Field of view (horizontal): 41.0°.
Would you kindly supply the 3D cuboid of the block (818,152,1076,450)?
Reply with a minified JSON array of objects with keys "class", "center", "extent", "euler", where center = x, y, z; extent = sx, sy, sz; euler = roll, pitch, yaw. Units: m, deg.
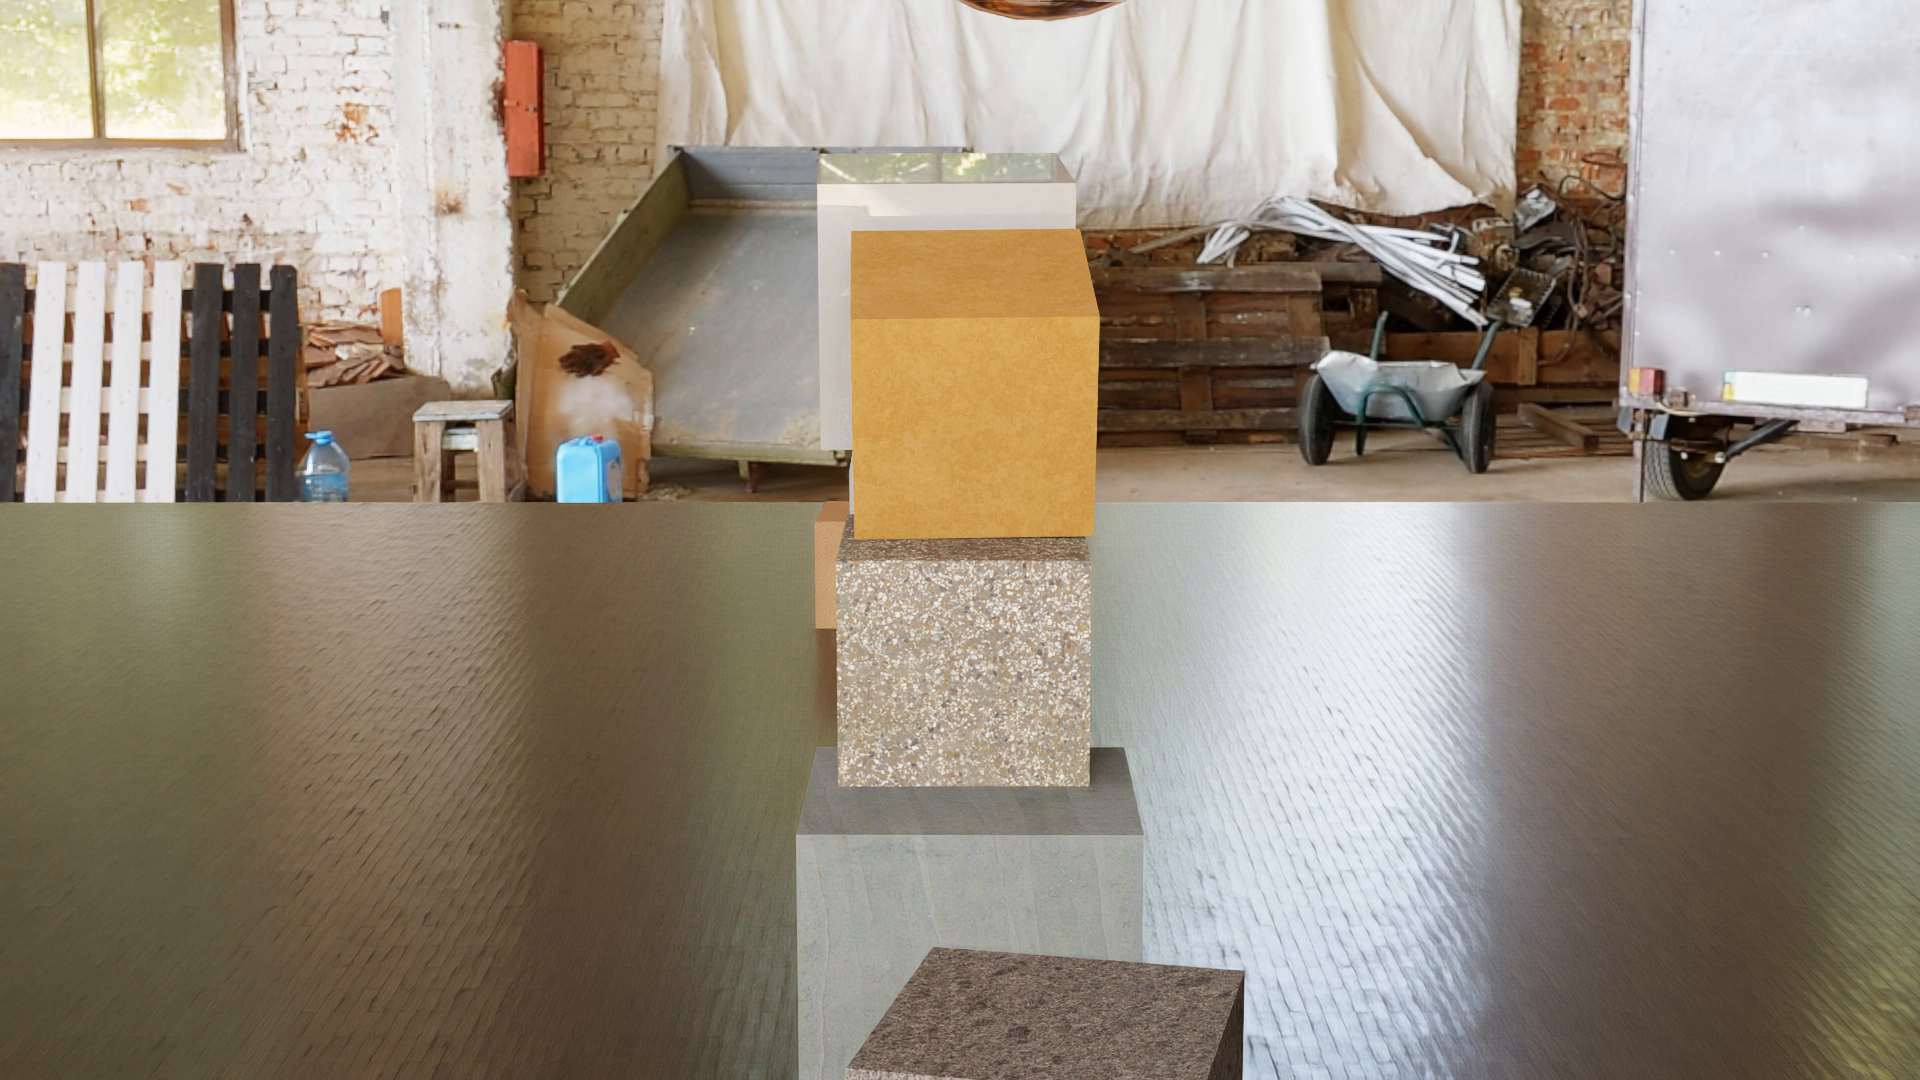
[{"class":"block","center":[-0.076,-1.033,10.887],"extent":[1.037,1.091,0.981],"euler":[-1,16,-3]}]

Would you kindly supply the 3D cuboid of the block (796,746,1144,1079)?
[{"class":"block","center":[0.037,1.365,9.444],"extent":[1.191,0.934,1.167],"euler":[0,10,0]}]

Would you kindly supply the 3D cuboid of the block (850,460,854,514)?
[{"class":"block","center":[0.020,0.107,10.811],"extent":[0.923,1.064,0.947],"euler":[0,16,0]}]

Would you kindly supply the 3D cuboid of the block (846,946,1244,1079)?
[{"class":"block","center":[0.250,1.775,6.787],"extent":[0.880,1.079,0.922],"euler":[2,11,13]}]

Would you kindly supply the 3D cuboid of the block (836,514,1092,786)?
[{"class":"block","center":[0.013,0.398,9.804],"extent":[0.920,0.840,1.003],"euler":[0,10,0]}]

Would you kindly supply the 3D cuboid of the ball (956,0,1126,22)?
[{"class":"ball","center":[0.338,-2.967,10.641],"extent":[1.600,1.600,1.600],"euler":[0,10,0]}]

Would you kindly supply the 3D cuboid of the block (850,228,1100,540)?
[{"class":"block","center":[0.038,-0.616,9.897],"extent":[0.903,0.888,0.947],"euler":[-1,26,-2]}]

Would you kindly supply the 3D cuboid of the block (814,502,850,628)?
[{"class":"block","center":[-0.537,0.156,16.766],"extent":[0.743,0.694,0.800],"euler":[0,10,2]}]
